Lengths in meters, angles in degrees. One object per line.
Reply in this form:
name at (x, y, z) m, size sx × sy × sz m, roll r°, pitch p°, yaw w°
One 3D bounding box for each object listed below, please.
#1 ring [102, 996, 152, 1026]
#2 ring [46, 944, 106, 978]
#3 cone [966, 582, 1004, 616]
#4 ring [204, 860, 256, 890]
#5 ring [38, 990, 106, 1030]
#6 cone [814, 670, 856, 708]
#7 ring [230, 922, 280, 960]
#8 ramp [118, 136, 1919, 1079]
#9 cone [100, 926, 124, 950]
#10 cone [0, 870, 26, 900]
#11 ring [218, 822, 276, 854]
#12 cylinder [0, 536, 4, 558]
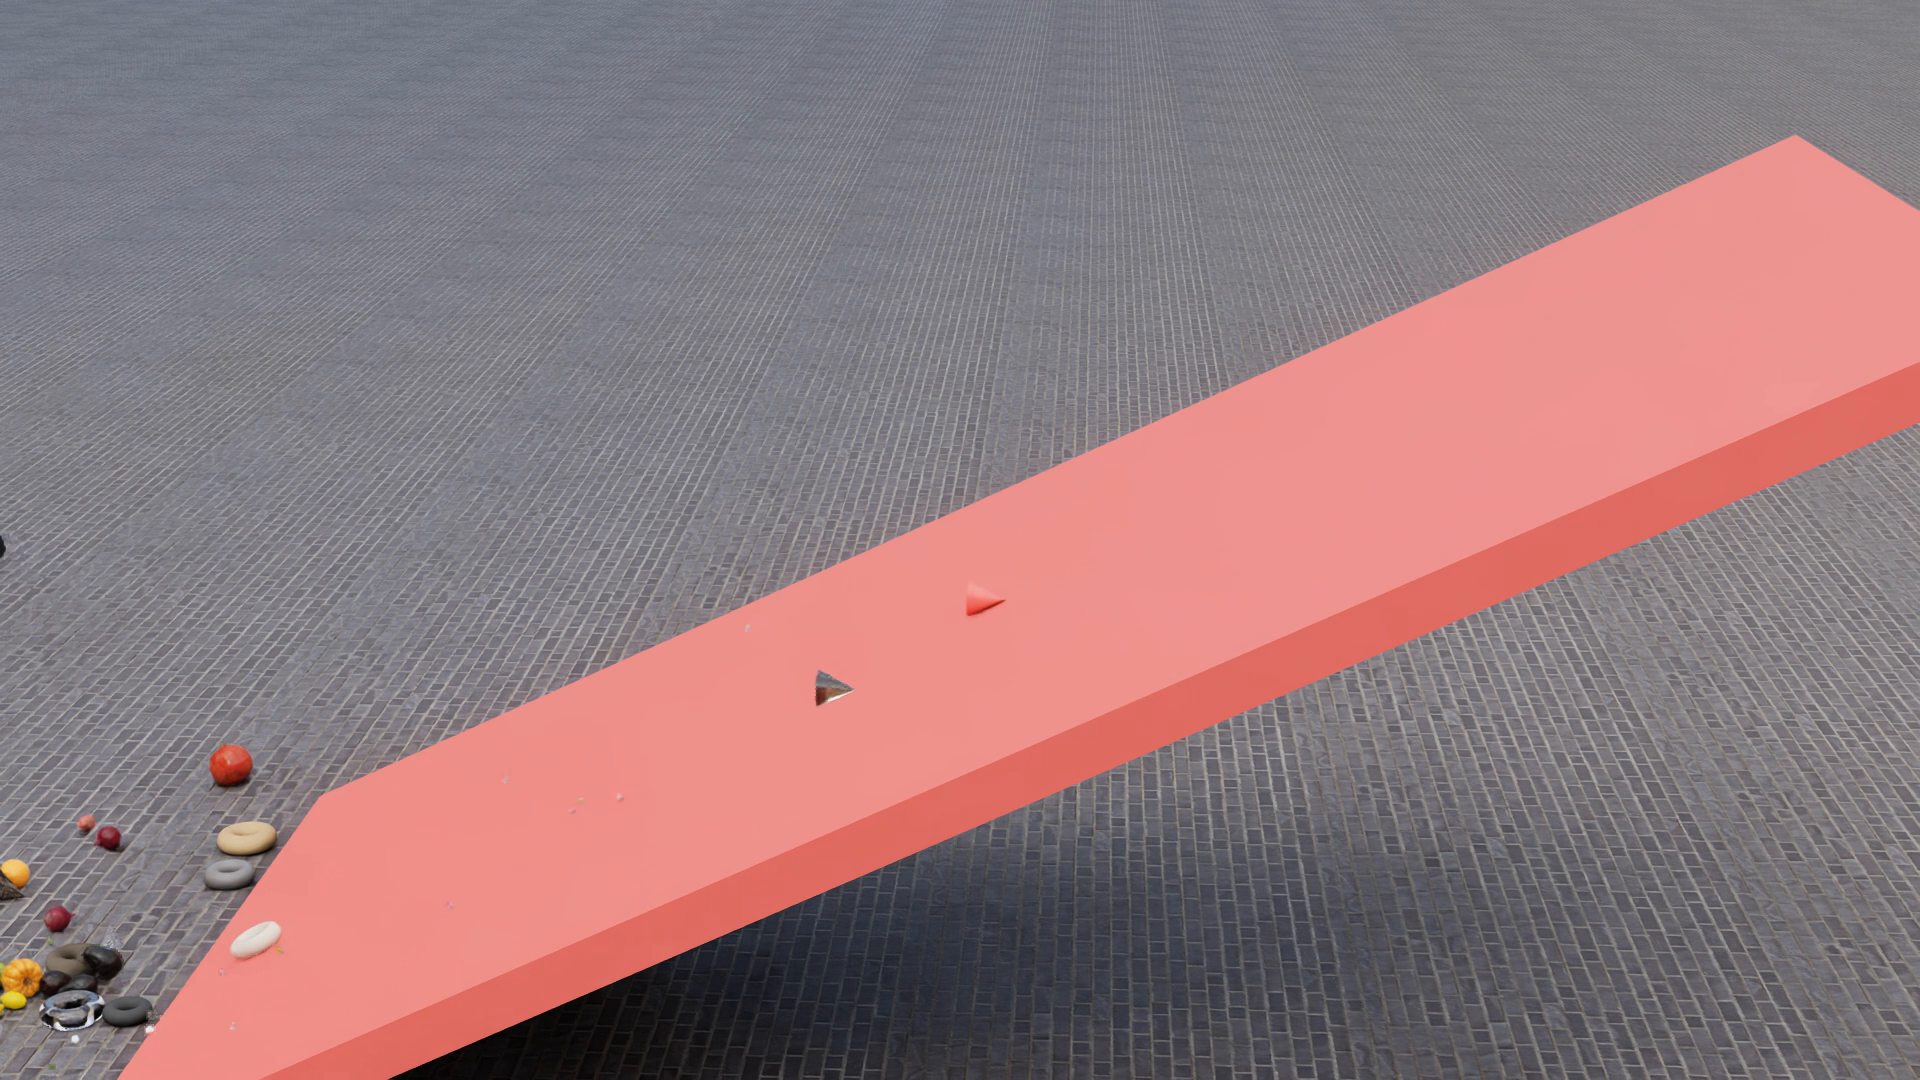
ring at (-1.833, 1.037, 6.475) m, size 0.108 × 0.036 × 0.108 m, roll 0°, pitch 17°, yaw 0°
ring at (-2.021, 0.962, 6.724) m, size 0.135 × 0.045 × 0.135 m, roll 1°, pitch 16°, yaw 0°
cone at (0.058, 0.127, 6.294) m, size 0.077 × 0.077 × 0.077 m, roll 2°, pitch 16°, yaw 10°
ring at (-1.794, 0.822, 7.224) m, size 0.126 × 0.042 × 0.126 m, roll 0°, pitch 17°, yaw 0°
ring at (-1.953, 1.034, 6.468) m, size 0.141 × 0.047 × 0.141 m, roll 0°, pitch 17°, yaw 0°
cone at (-0.258, 0.313, 6.172) m, size 0.081 × 0.081 × 0.081 m, roll 0°, pitch 16°, yaw 9°
ring at (-1.540, 0.876, 6.428) m, size 0.118 × 0.039 × 0.118 m, roll -24°, pitch 14°, yaw 7°
ramp at (0.136, 0.169, 6.282) m, size 4.000 × 0.100 × 2.000 m, roll -24°, pitch 13°, yaw 9°
cone at (-1.979, 0.920, 6.853) m, size 0.055 × 0.055 × 0.055 m, roll 0°, pitch 16°, yaw 0°
cone at (-2.305, 0.851, 7.129) m, size 0.083 × 0.083 × 0.083 m, roll 24°, pitch 11°, yaw -14°
ring at (-1.804, 0.755, 7.444) m, size 0.149 × 0.050 × 0.149 m, roll -1°, pitch 16°, yaw 0°
cylinder at (-3.292, 0.024, 9.934) m, size 0.091 × 0.091 × 0.091 m, roll 13°, pitch 20°, yaw 39°
